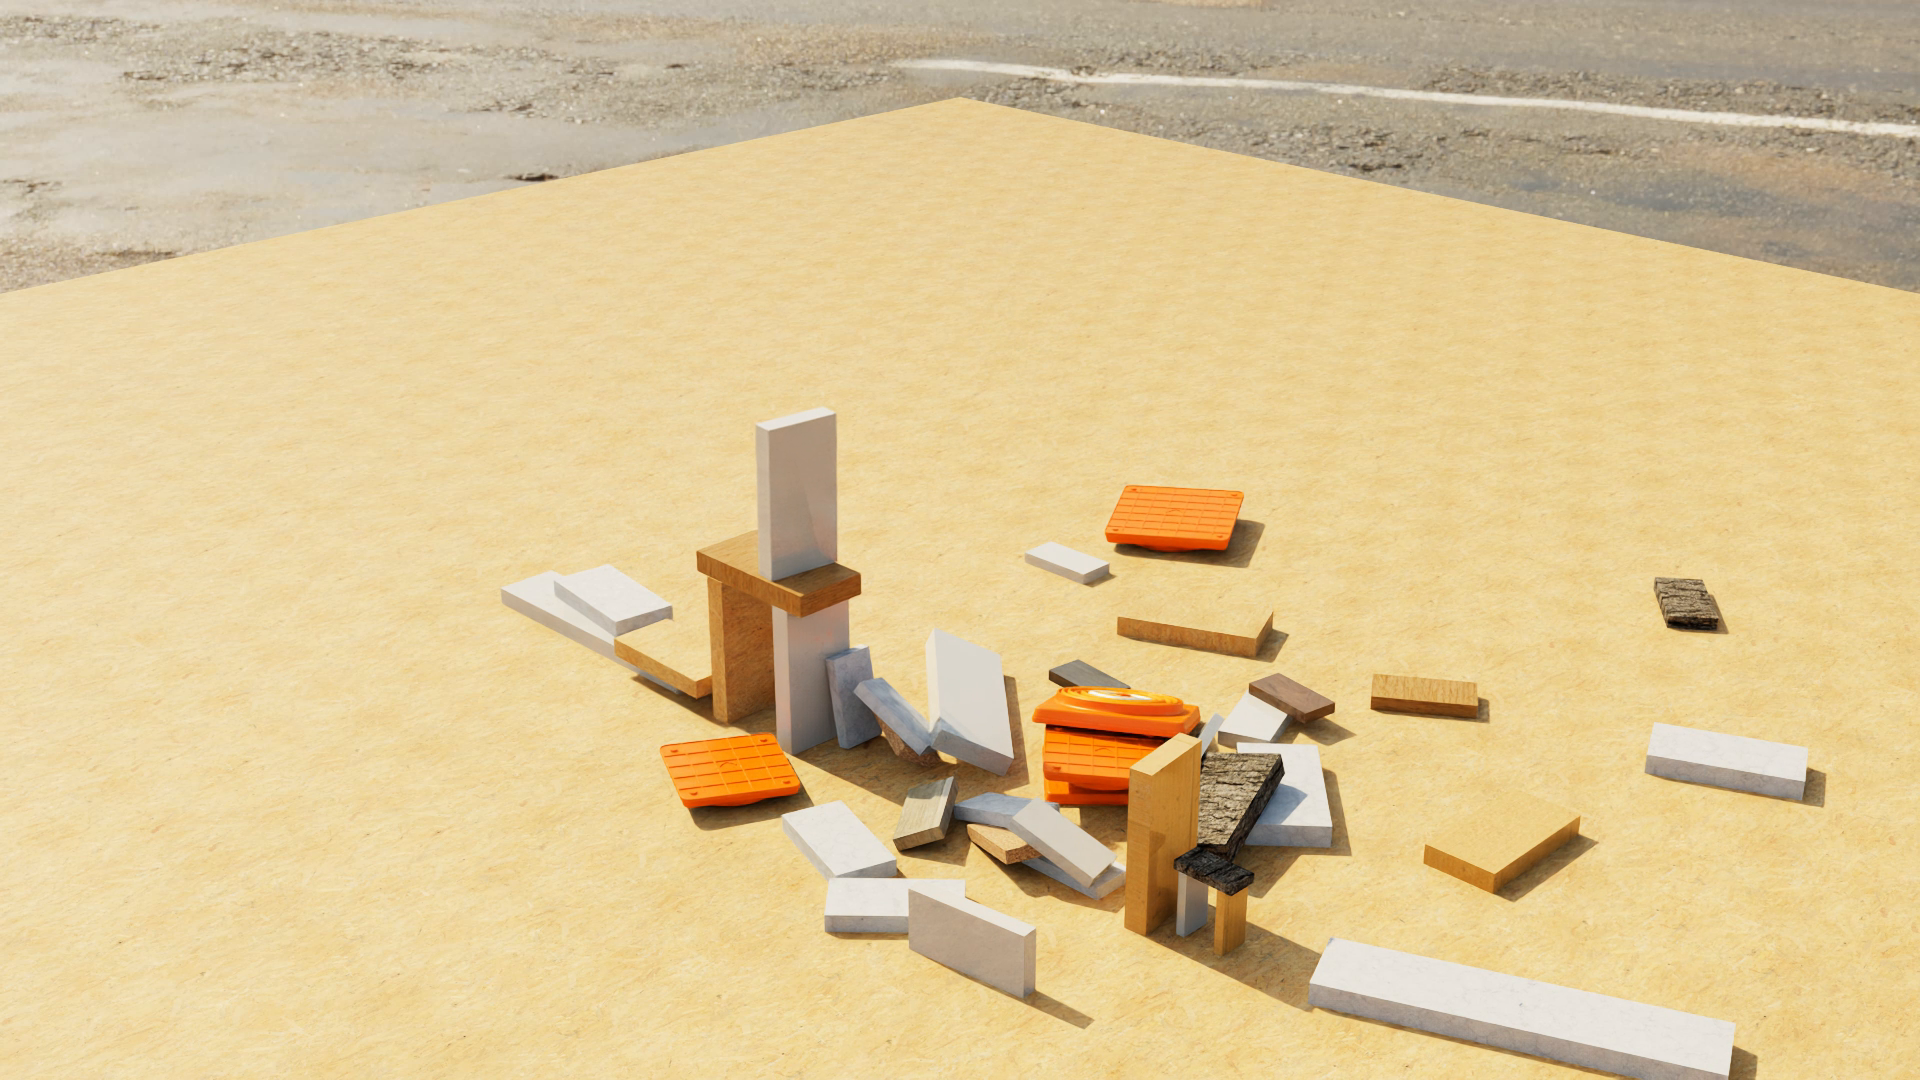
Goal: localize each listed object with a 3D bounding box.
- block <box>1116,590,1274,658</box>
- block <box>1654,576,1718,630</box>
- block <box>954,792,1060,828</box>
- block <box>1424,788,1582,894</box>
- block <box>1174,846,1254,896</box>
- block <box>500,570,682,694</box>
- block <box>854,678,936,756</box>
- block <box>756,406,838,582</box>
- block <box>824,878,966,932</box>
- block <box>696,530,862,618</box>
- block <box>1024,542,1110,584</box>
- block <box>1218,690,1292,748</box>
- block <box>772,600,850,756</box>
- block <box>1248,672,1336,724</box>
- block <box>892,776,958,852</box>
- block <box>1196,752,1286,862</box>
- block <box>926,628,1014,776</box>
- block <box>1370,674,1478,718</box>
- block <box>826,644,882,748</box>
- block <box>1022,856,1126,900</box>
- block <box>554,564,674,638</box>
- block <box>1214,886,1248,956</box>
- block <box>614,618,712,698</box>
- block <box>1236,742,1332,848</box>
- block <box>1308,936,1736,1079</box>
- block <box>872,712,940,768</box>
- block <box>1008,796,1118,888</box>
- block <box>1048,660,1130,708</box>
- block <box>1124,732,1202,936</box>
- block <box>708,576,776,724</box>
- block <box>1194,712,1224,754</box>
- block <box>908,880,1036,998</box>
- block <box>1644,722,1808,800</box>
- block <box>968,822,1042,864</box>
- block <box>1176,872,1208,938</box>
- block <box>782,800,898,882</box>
[{"bbox_3d":[0.561,0.196,5.238,0.337,0.048,0.168,9,24,20],"label":"block"},{"bbox_3d":[1.766,0.154,5.356,0.115,0.033,0.230,3,23,8],"label":"block"},{"bbox_3d":[0.092,0.539,4.376,0.100,0.028,0.201,-14,11,-42],"label":"block"},{"bbox_3d":[1.066,0.587,4.320,0.156,0.044,0.312,21,31,41],"label":"block"},{"bbox_3d":[0.460,0.599,3.983,0.133,0.019,0.067,21,31,41],"label":"block"},{"bbox_3d":[-0.825,0.211,5.209,0.691,0.043,0.152,21,31,41],"label":"block"},{"bbox_3d":[-0.125,0.371,4.635,0.201,0.028,0.100,43,18,17],"label":"block"},{"bbox_3d":[-0.337,-0.095,4.563,0.168,0.337,0.048,-17,30,-35],"label":"block"},{"bbox_3d":[-0.120,0.682,4.106,0.257,0.036,0.129,1,23,1],"label":"block"},{"bbox_3d":[-0.387,0.068,4.672,0.338,0.048,0.169,21,31,41],"label":"block"},{"bbox_3d":[0.271,0.058,5.589,0.201,0.028,0.100,21,31,40],"label":"block"},{"bbox_3d":[0.653,0.391,4.797,0.115,0.033,0.230,10,25,22],"label":"block"},{"bbox_3d":[-0.313,0.274,4.682,0.169,0.338,0.048,-21,30,-40],"label":"block"},{"bbox_3d":[0.728,0.346,4.828,0.090,0.025,0.179,-16,28,-32],"label":"block"},{"bbox_3d":[-0.067,0.546,4.392,0.100,0.028,0.201,-18,19,16],"label":"block"},{"bbox_3d":[0.509,0.529,4.364,0.168,0.048,0.337,-2,25,29],"label":"block"},{"bbox_3d":[0.016,0.347,4.796,0.168,0.048,0.494,23,20,-12],"label":"block"},{"bbox_3d":[1.034,0.347,4.900,0.230,0.033,0.115,5,23,11],"label":"block"},{"bbox_3d":[-0.227,0.335,4.712,0.100,0.201,0.028,-21,20,-40],"label":"block"},{"bbox_3d":[0.224,0.628,4.245,0.194,0.028,0.097,21,31,40],"label":"block"},{"bbox_3d":[-0.830,0.144,5.256,0.152,0.043,0.304,-17,28,-34],"label":"block"},{"bbox_3d":[0.491,0.682,3.984,0.019,0.133,0.067,21,31,41],"label":"block"},{"bbox_3d":[-0.629,0.266,4.969,0.152,0.043,0.304,-21,31,-40],"label":"block"},{"bbox_3d":[0.657,0.516,4.483,0.168,0.048,0.337,1,23,3],"label":"block"},{"bbox_3d":[0.961,0.815,3.784,0.697,0.044,0.156,9,25,20],"label":"block"},{"bbox_3d":[-0.124,0.398,4.665,0.100,0.028,0.201,23,22,-38],"label":"block"},{"bbox_3d":[0.196,0.577,4.201,0.194,0.028,0.097,35,35,17],"label":"block"},{"bbox_3d":[0.292,0.323,4.966,0.090,0.025,0.179,-17,28,-35],"label":"block"},{"bbox_3d":[0.374,0.542,4.052,0.048,0.337,0.168,17,28,34],"label":"block"},{"bbox_3d":[-0.465,0.217,4.817,0.169,0.338,0.048,-21,31,-40],"label":"block"},{"bbox_3d":[0.471,0.459,4.541,0.025,0.090,0.341,38,28,5],"label":"block"},{"bbox_3d":[0.020,0.710,3.922,0.257,0.129,0.036,17,28,34],"label":"block"},{"bbox_3d":[1.608,0.462,4.614,0.312,0.044,0.156,9,25,20],"label":"block"},{"bbox_3d":[0.096,0.584,4.290,0.097,0.028,0.194,-10,11,-21],"label":"block"},{"bbox_3d":[0.428,0.657,4.041,0.019,0.133,0.067,21,31,41],"label":"block"},{"bbox_3d":[-0.238,0.597,4.308,0.129,0.036,0.257,-12,26,-25],"label":"block"}]
